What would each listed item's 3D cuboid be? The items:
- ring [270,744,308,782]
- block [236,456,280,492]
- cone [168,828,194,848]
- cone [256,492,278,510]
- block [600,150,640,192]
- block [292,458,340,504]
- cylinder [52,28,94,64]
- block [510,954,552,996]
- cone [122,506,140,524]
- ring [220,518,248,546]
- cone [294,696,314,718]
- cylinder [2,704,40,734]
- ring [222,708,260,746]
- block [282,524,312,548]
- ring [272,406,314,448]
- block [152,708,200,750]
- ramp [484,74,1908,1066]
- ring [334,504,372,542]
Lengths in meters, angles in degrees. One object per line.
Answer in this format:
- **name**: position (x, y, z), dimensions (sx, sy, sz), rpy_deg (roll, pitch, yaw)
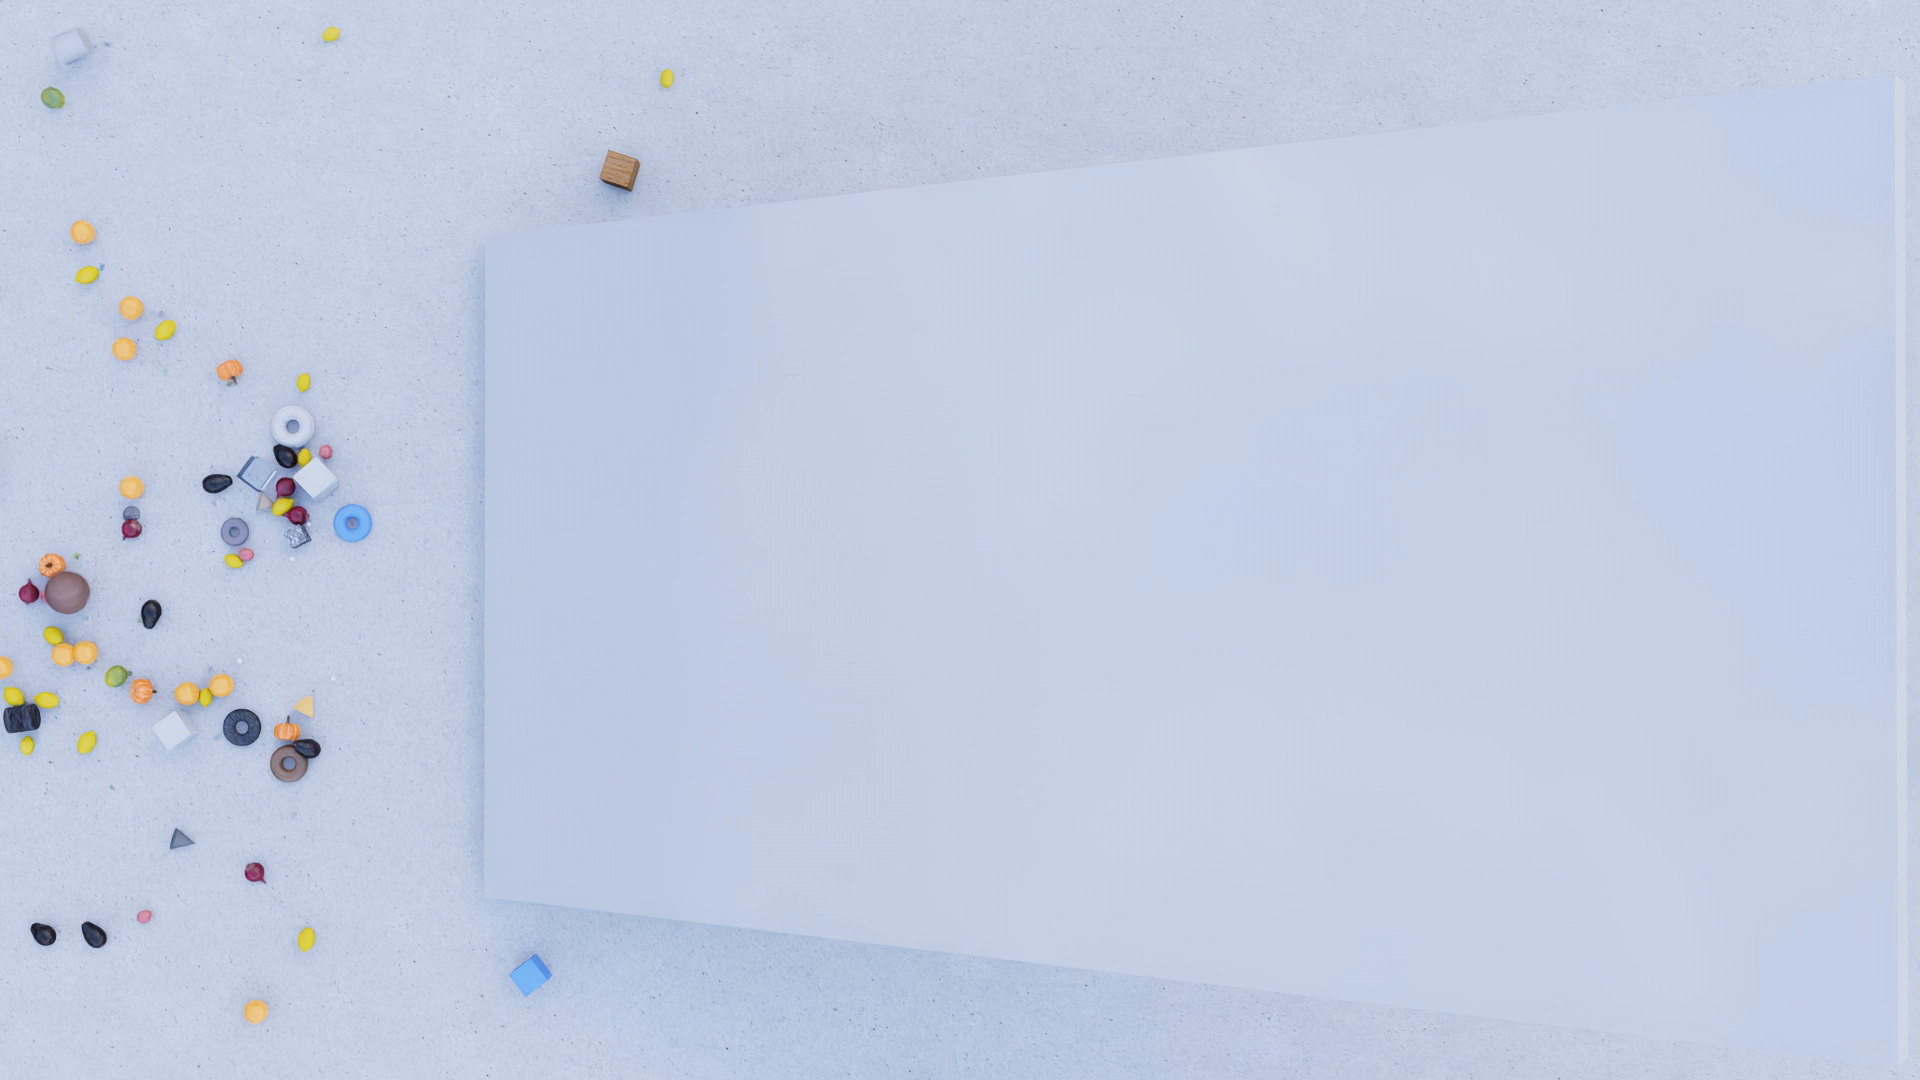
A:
- **ring**: position (-2.048, 0.683, 6.713), dimensions (0.116, 0.039, 0.116), rpy_deg (0, 89, -1)
- **block**: position (-2.137, -0.201, 6.699), dimensions (0.079, 0.079, 0.079), rpy_deg (37, 90, 0)
- **cone**: position (-2.368, 0.920, 6.715), dimensions (0.067, 0.067, 0.067), rpy_deg (26, 89, -35)
- **cone**: position (-2.114, -0.110, 6.724), dimensions (0.061, 0.061, 0.061), rpy_deg (15, 89, -26)
- **block**: position (-1.036, -1.125, 6.702), dimensions (0.090, 0.090, 0.090), rpy_deg (18, 90, 0)
- **block**: position (-1.956, -0.181, 6.684), dimensions (0.092, 0.092, 0.092), rpy_deg (-44, 90, -13)
- **cylinder**: position (-2.707, -1.506, 6.706), dimensions (0.087, 0.087, 0.087), rpy_deg (-23, 90, -2)
- **block**: position (-1.304, 1.323, 6.684), dimensions (0.084, 0.084, 0.084), rpy_deg (-38, 90, 0)
- **cone**: position (-2.538, -0.078, 6.710), dimensions (0.055, 0.055, 0.055), rpy_deg (0, 90, 0)
- **ring**: position (-2.217, -0.025, 6.723), dimensions (0.086, 0.029, 0.086), rpy_deg (0, 89, 1)
- **cone**: position (-1.991, 0.522, 6.719), dimensions (0.063, 0.063, 0.063), rpy_deg (-24, 116, 0)
- **cylinder**: position (-2.855, 0.544, 6.693), dimensions (0.080, 0.080, 0.080), rpy_deg (-9, 90, 0)
- **ring**: position (-2.192, 0.572, 6.713), dimensions (0.116, 0.039, 0.116), rpy_deg (0, 91, -1)
- **block**: position (-2.022, -0.011, 6.710), dimensions (0.054, 0.054, 0.054), rpy_deg (-28, 90, 0)
- **ring**: position (-2.038, -0.346, 6.718), dimensions (0.131, 0.044, 0.131), rpy_deg (0, 88, 1)
- **block**: position (-2.383, 0.577, 6.689), dimensions (0.086, 0.086, 0.086), rpy_deg (-35, 90, 0)
- **ramp**: position (0.252, 0.069, 5.583), dimensions (4.000, 0.100, 2.000), rpy_deg (0, 89, 34)
- **ring**: position (-1.856, -0.052, 6.718), dimensions (0.116, 0.039, 0.116), rpy_deg (0, 90, -1)
